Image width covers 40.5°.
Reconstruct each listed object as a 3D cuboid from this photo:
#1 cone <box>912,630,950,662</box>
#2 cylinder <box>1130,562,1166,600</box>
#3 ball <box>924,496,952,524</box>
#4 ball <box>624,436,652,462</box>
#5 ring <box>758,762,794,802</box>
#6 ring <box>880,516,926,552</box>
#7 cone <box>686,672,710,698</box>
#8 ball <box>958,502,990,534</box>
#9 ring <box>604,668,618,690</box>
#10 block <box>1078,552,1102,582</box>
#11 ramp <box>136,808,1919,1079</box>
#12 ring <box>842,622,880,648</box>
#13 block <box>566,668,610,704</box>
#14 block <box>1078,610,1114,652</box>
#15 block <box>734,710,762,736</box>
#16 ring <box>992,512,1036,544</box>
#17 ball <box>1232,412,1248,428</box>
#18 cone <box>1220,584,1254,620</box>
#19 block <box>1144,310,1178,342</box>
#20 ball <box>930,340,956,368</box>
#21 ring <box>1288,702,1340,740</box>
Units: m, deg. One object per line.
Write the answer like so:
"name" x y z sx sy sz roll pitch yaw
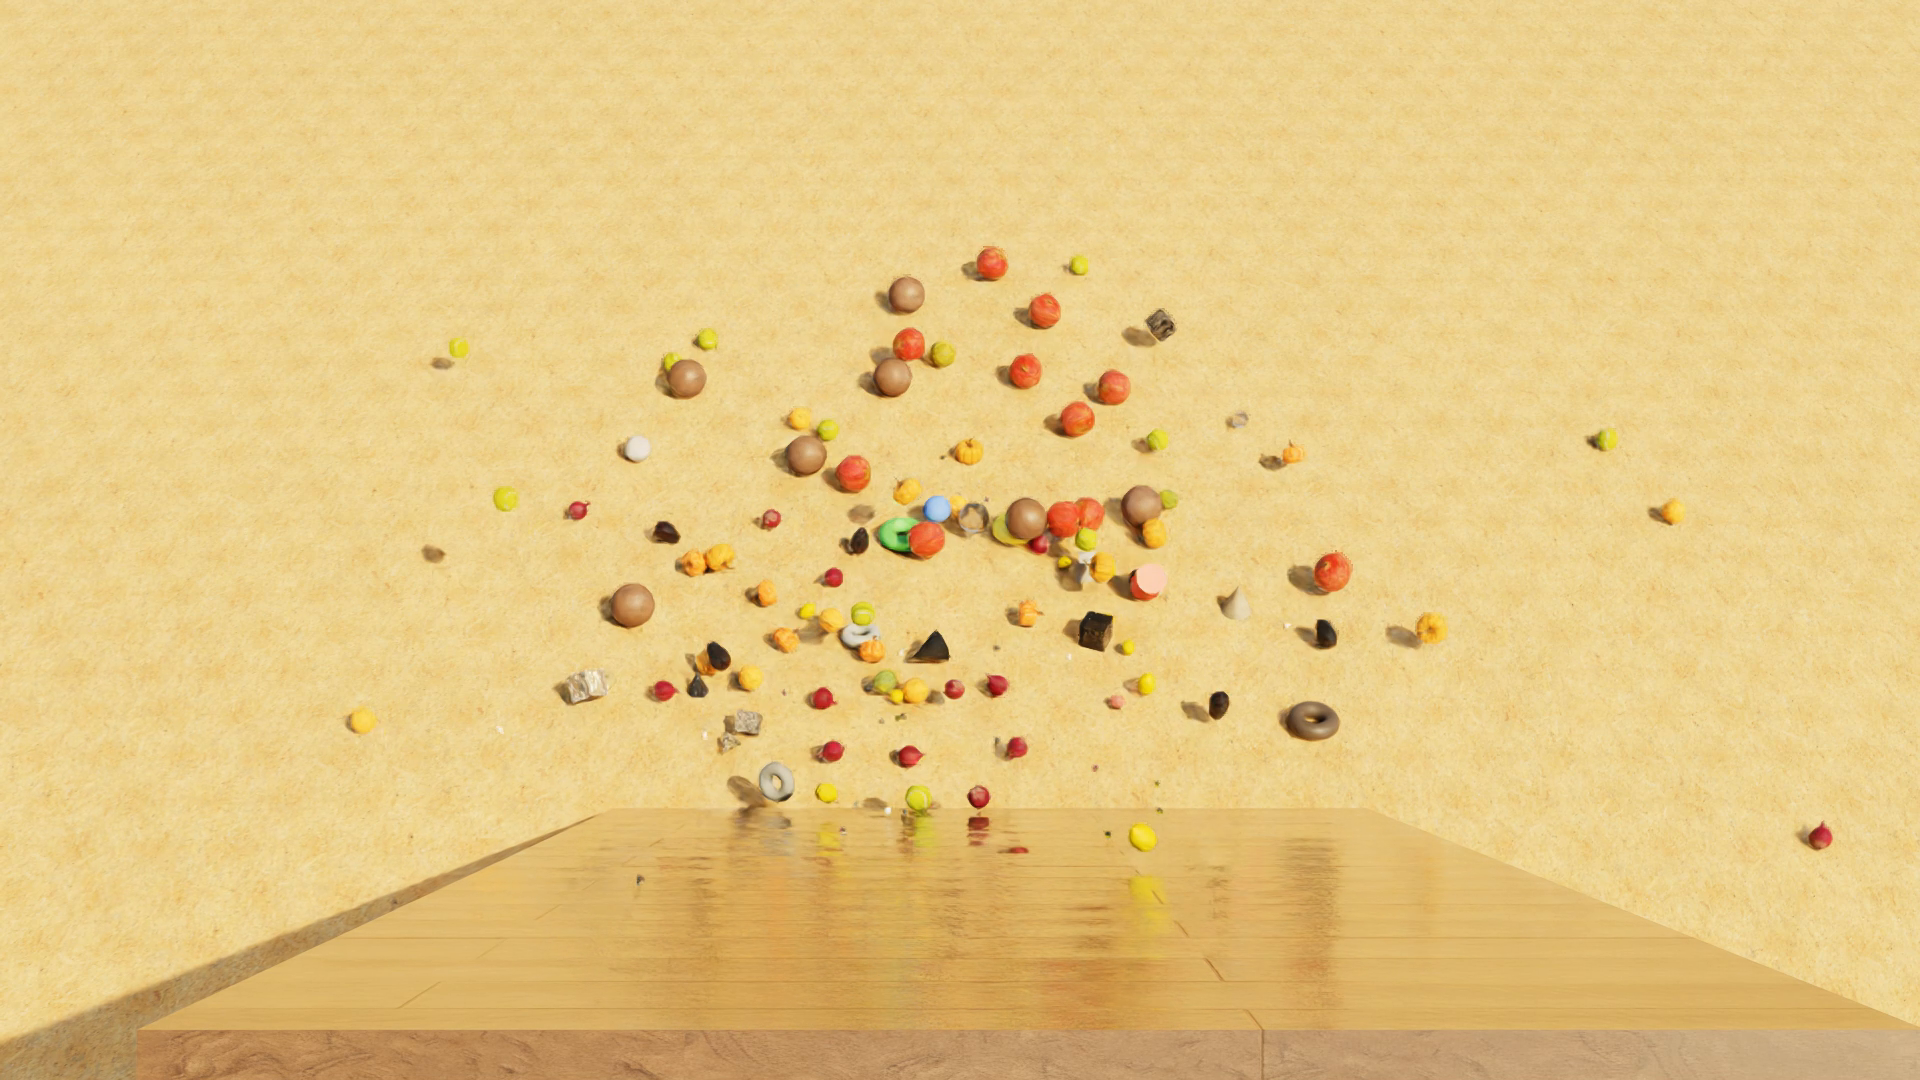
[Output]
"cone" -0.096 0.322 7.475 0.098 0.098 0.098 -23 42 -18
"cylinder" 0.558 0.124 7.709 0.093 0.093 0.093 2 75 -7
"ball" -0.070 -0.094 8.018 0.085 0.085 0.085 0 36 0
"ball" -1.031 -0.292 8.320 0.085 0.085 0.085 0 36 0
"ring" -0.485 0.641 6.877 0.109 0.109 0.036 20 18 25
"ring" -0.176 -0.018 7.980 0.147 0.049 0.147 1 37 -1
"cone" -0.747 0.403 7.396 0.066 0.066 0.066 0 36 0
"ball" 0.043 -0.069 7.968 0.097 0.097 0.097 0 36 0
"ring" -1.025 0.398 7.432 0.090 0.030 0.090 2 34 -1
"block" 0.389 0.081 7.832 0.065 0.065 0.065 5 37 6
"ramp" 0.080 0.680 4.902 2.000 0.100 4.000 0 -2 0
"ring" -0.289 0.277 7.585 0.116 0.039 0.116 -1 31 1
"block" -1.047 0.410 7.325 0.076 0.076 0.076 -22 -12 36
"block" 0.396 0.266 7.572 0.076 0.076 0.076 14 39 19
"block" -0.589 0.510 7.238 0.058 0.058 0.058 7 78 11
"ring" 0.167 -0.036 8.007 0.138 0.046 0.138 0 38 0
"ball" 0.915 -0.392 8.480 0.055 0.055 0.055 0 36 0
"cone" 0.822 0.170 7.685 0.096 0.096 0.096 0 36 0
"block" 0.681 -0.726 8.804 0.068 0.068 0.068 -36 55 18
"ball" -0.058 -0.627 8.768 0.091 0.091 0.091 0 36 0
"ring" 0.989 0.506 7.271 0.148 0.049 0.148 3 34 -2
